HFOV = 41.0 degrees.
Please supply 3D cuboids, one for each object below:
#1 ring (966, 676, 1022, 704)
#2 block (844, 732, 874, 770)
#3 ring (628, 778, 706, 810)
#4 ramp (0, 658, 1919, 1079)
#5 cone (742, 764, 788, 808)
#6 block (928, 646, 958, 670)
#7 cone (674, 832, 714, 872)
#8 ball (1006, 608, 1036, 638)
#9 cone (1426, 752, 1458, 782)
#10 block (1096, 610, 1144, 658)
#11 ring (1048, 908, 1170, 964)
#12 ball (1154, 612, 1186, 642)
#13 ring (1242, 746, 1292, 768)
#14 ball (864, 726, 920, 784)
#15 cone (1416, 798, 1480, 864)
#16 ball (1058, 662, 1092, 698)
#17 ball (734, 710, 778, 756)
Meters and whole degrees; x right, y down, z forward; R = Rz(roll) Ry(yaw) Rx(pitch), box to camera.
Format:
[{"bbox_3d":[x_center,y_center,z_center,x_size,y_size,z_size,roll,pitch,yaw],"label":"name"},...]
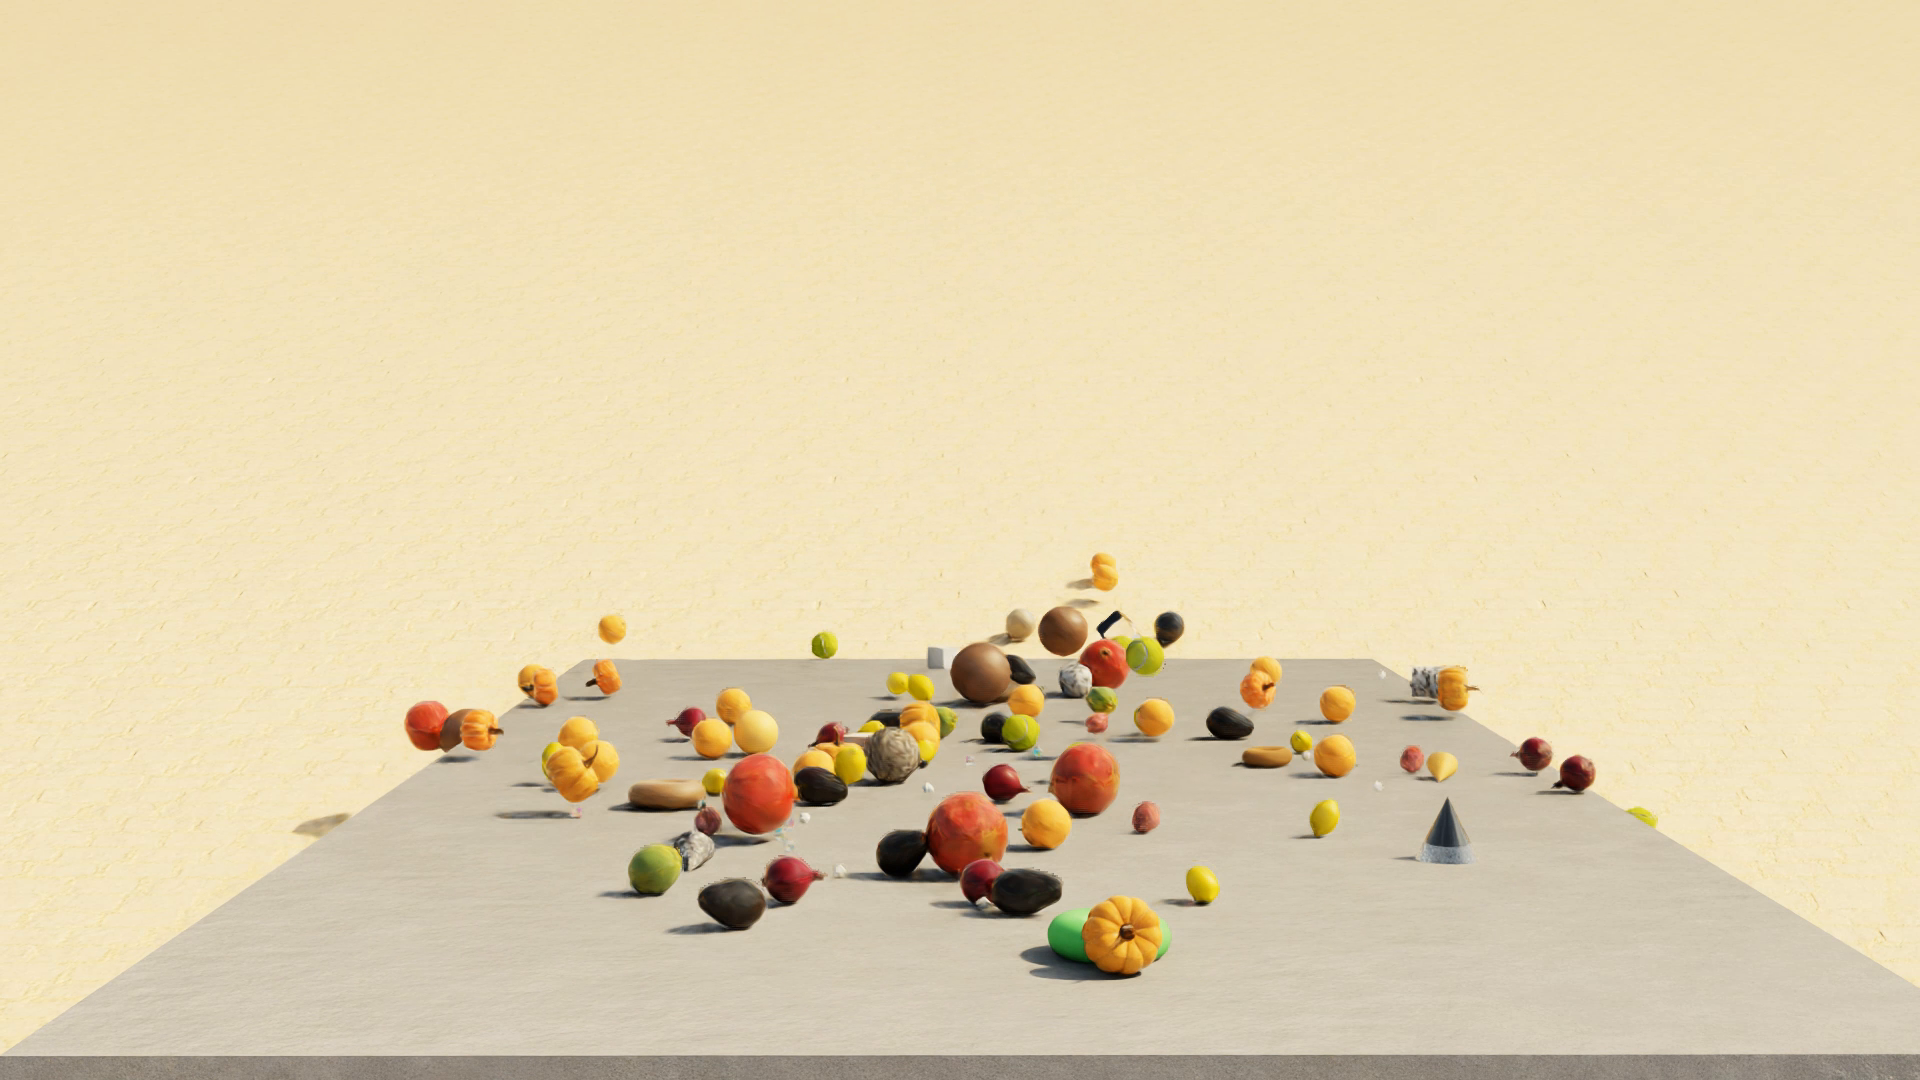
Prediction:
[{"bbox_3d":[0.074,0.327,5.592,0.120,0.040,0.120,2,12,0],"label":"ring"},{"bbox_3d":[-0.167,0.374,4.551,0.059,0.059,0.059,1,3,24],"label":"block"},{"bbox_3d":[-0.468,0.406,4.107,0.125,0.042,0.125,-1,-1,0],"label":"ring"},{"bbox_3d":[0.050,0.454,4.532,2.000,0.100,4.000,0,3,0],"label":"ramp"},{"bbox_3d":[-0.313,0.409,4.129,0.072,0.072,0.072,-1,30,-4],"label":"cone"},{"bbox_3d":[-0.042,0.287,6.305,0.052,0.052,0.052,3,4,44],"label":"block"},{"bbox_3d":[-0.371,0.442,3.555,0.057,0.057,0.057,1,30,3],"label":"cone"},{"bbox_3d":[0.162,0.224,6.870,0.082,0.082,0.082,0,22,0],"label":"ball"},{"bbox_3d":[0.822,0.399,4.395,0.054,0.054,0.054,6,31,15],"label":"cone"},{"bbox_3d":[0.404,0.237,6.494,0.073,0.073,0.073,37,16,-50],"label":"block"},{"bbox_3d":[0.173,0.460,2.990,0.144,0.048,0.144,1,2,0],"label":"ring"},{"bbox_3d":[0.557,0.231,6.848,0.084,0.084,0.084,0,22,0],"label":"ball"},{"bbox_3d":[0.547,0.387,4.583,0.089,0.030,0.089,-3,3,0],"label":"ring"},{"bbox_3d":[-0.115,0.365,4.368,0.095,0.095,0.095,0,22,0],"label":"ball"},{"bbox_3d":[0.688,0.406,3.628,0.089,0.089,0.089,0,3,0],"label":"cone"},{"bbox_3d":[0.253,0.308,5.659,0.076,0.076,0.076,0,22,0],"label":"ball"},{"bbox_3d":[-0.375,0.354,4.723,0.082,0.082,0.082,0,22,0],"label":"ball"}]
